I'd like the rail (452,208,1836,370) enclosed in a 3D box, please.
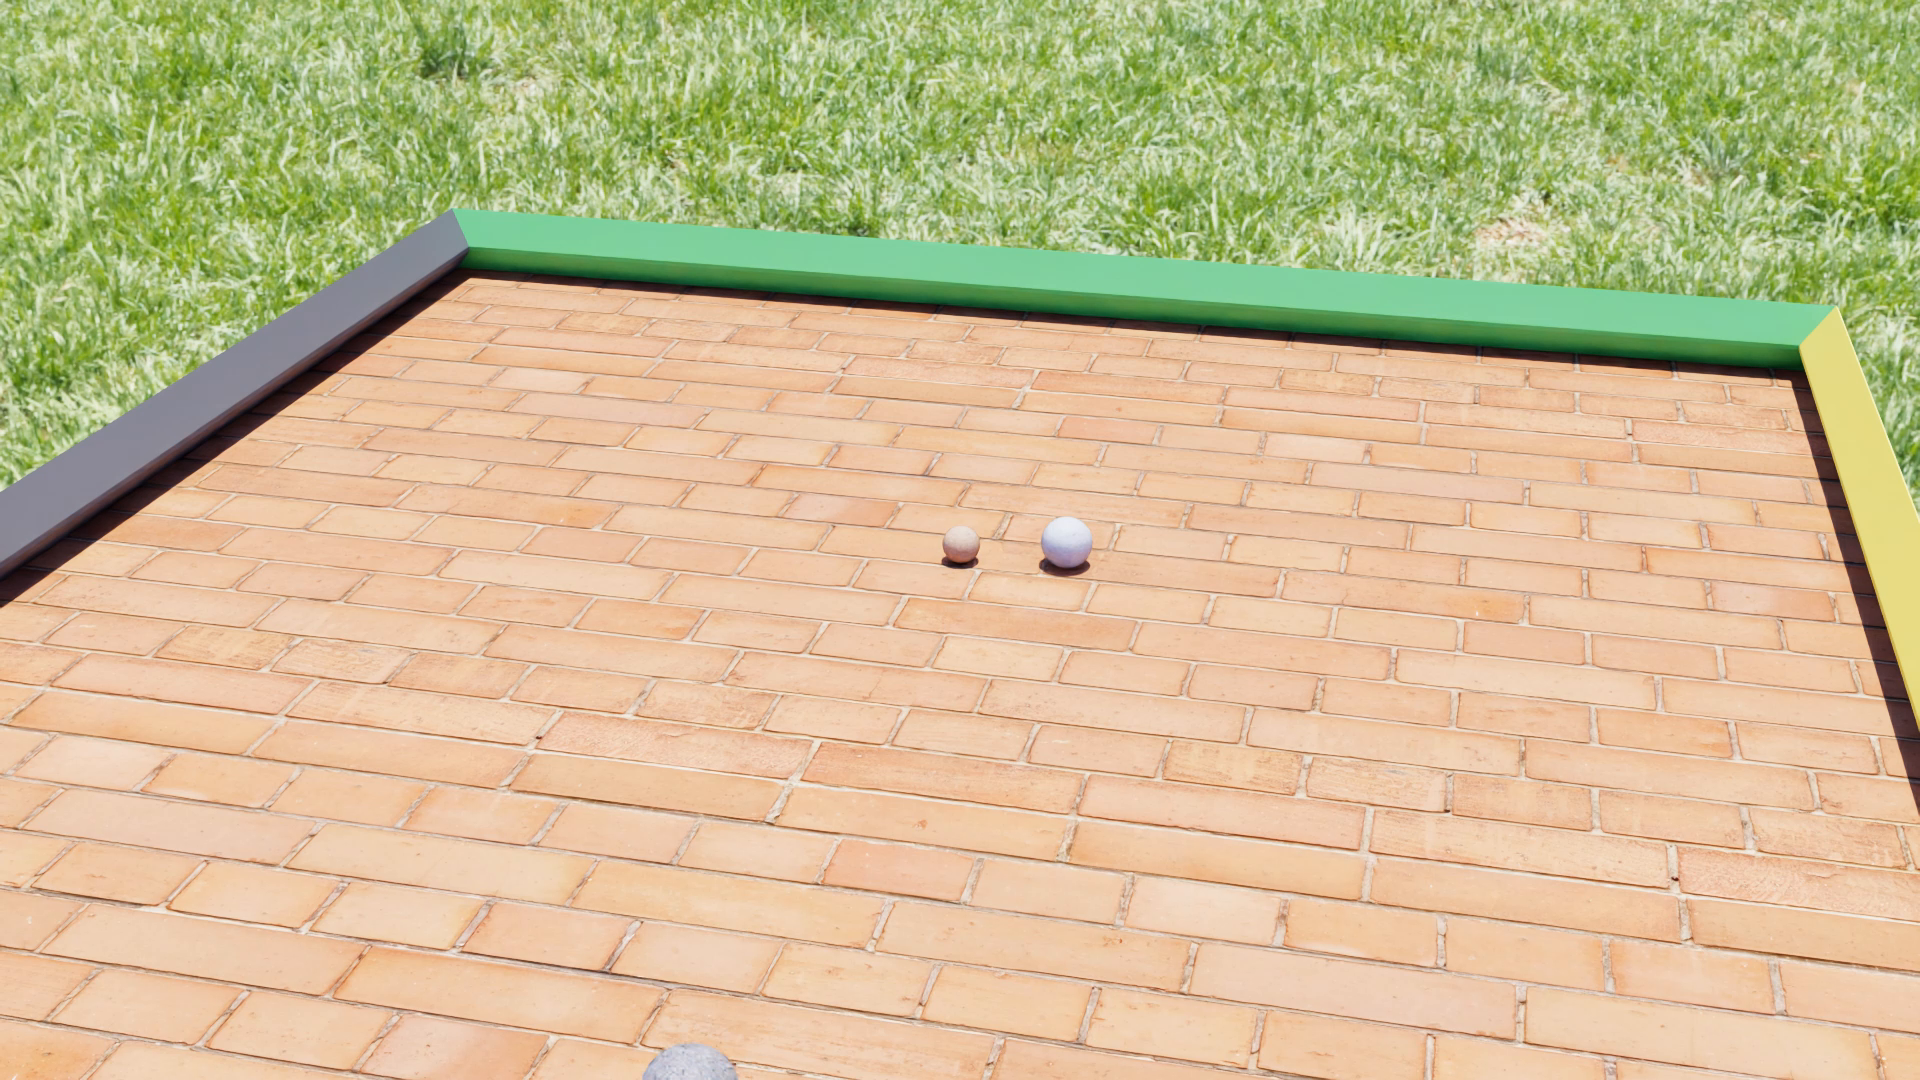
[{"bbox_3d":[0.186,-0.347,3.051,1.944,0.090,0.045,6,25,12],"label":"rail"}]

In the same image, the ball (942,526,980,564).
[{"bbox_3d":[0.001,0.005,2.350,0.041,0.041,0.041,0,25,0],"label":"ball"}]

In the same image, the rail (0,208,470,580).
[{"bbox_3d":[-1.114,0.225,1.811,0.045,0.090,3.307,6,25,12],"label":"rail"}]

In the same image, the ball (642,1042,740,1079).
[{"bbox_3d":[-0.185,0.379,1.503,0.069,0.069,0.069,0,25,0],"label":"ball"}]

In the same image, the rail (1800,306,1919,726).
[{"bbox_3d":[0.731,0.409,1.412,0.045,0.090,3.307,6,25,12],"label":"rail"}]

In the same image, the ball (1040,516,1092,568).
[{"bbox_3d":[0.114,0.002,2.337,0.055,0.055,0.055,0,25,0],"label":"ball"}]
